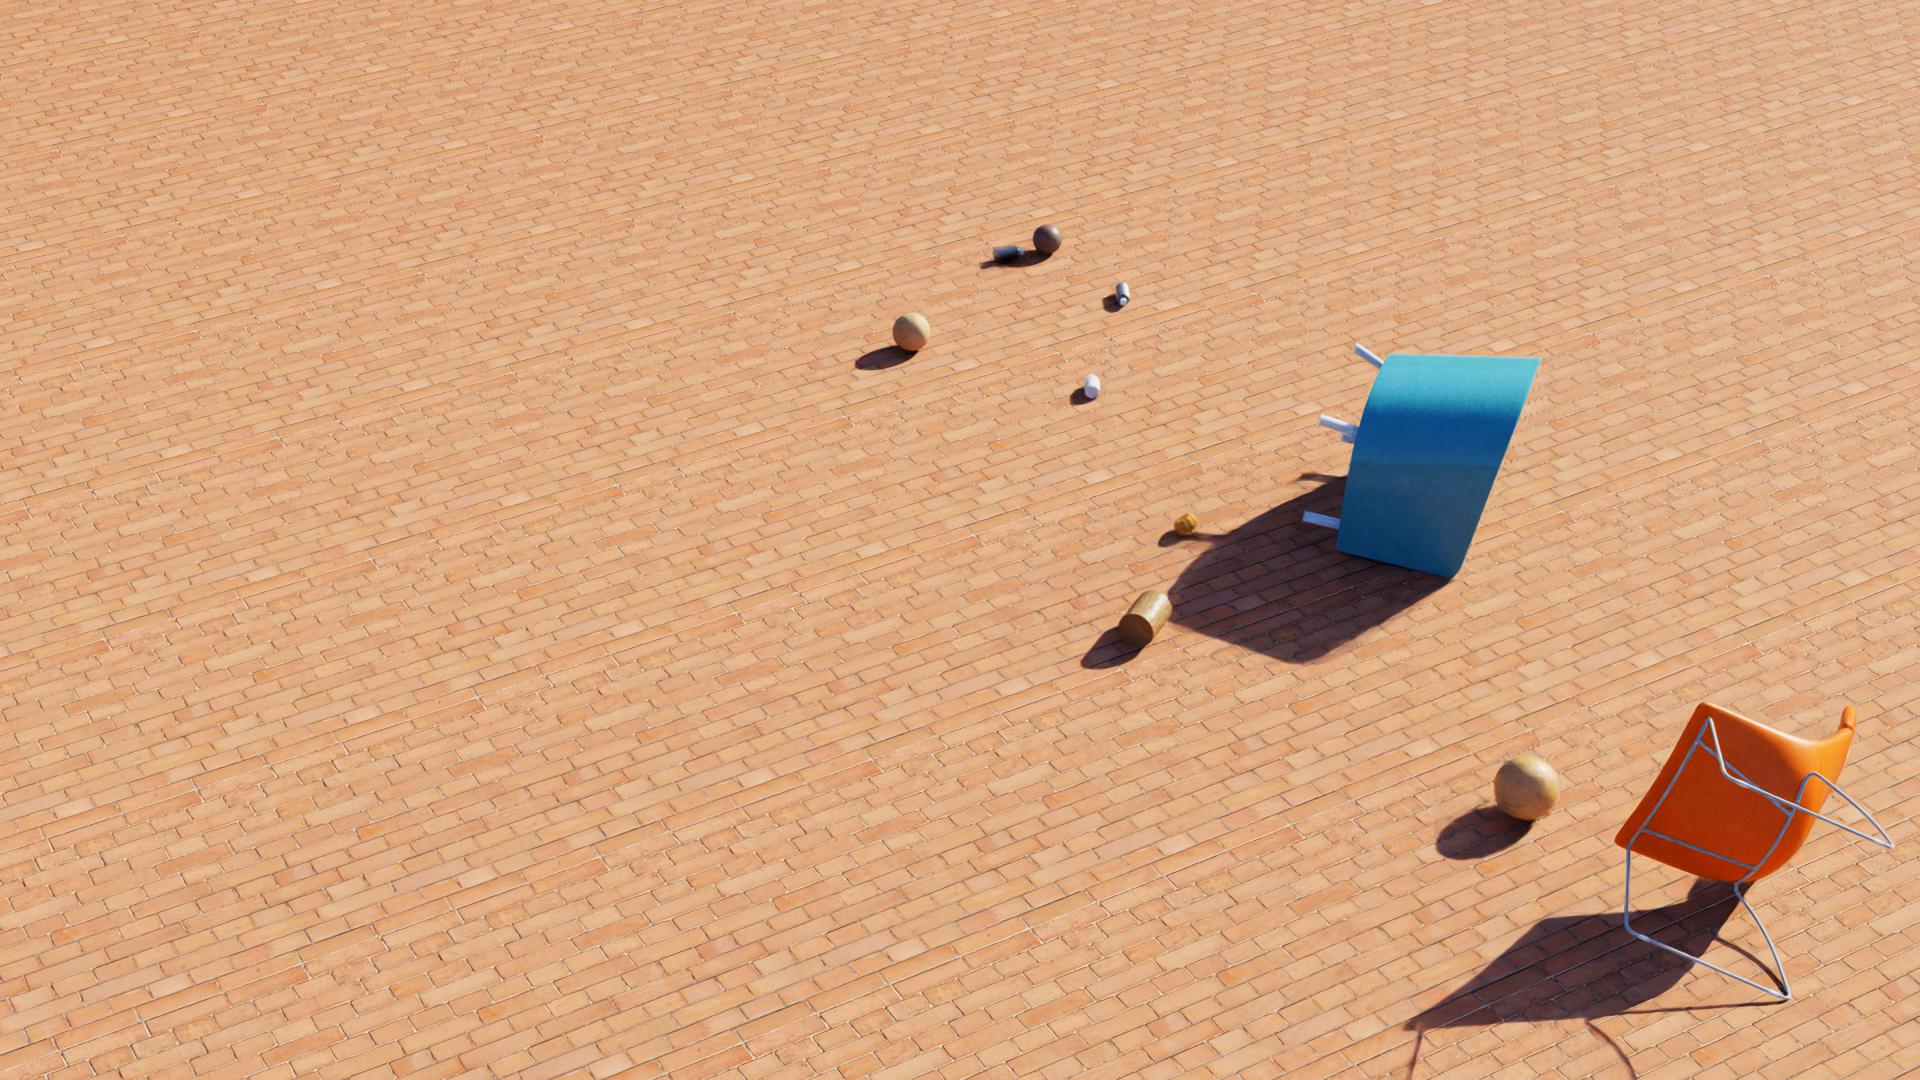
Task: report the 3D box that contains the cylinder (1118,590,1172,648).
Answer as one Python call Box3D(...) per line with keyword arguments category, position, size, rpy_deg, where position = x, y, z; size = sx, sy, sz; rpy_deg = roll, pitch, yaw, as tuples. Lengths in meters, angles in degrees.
Box3D(category="cylinder", position=(0.656, 0.278, 10.394), size=(0.133, 0.143, 0.165), rpy_deg=(41, 42, 1))

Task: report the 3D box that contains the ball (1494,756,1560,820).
Box3D(category="ball", position=(1.840, 0.805, 9.532), size=(0.210, 0.210, 0.210), rpy_deg=(0, 33, 0))

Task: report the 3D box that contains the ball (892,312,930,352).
Box3D(category="ball", position=(-0.200, -0.859, 12.104), size=(0.158, 0.158, 0.158), rpy_deg=(0, 33, 0))
